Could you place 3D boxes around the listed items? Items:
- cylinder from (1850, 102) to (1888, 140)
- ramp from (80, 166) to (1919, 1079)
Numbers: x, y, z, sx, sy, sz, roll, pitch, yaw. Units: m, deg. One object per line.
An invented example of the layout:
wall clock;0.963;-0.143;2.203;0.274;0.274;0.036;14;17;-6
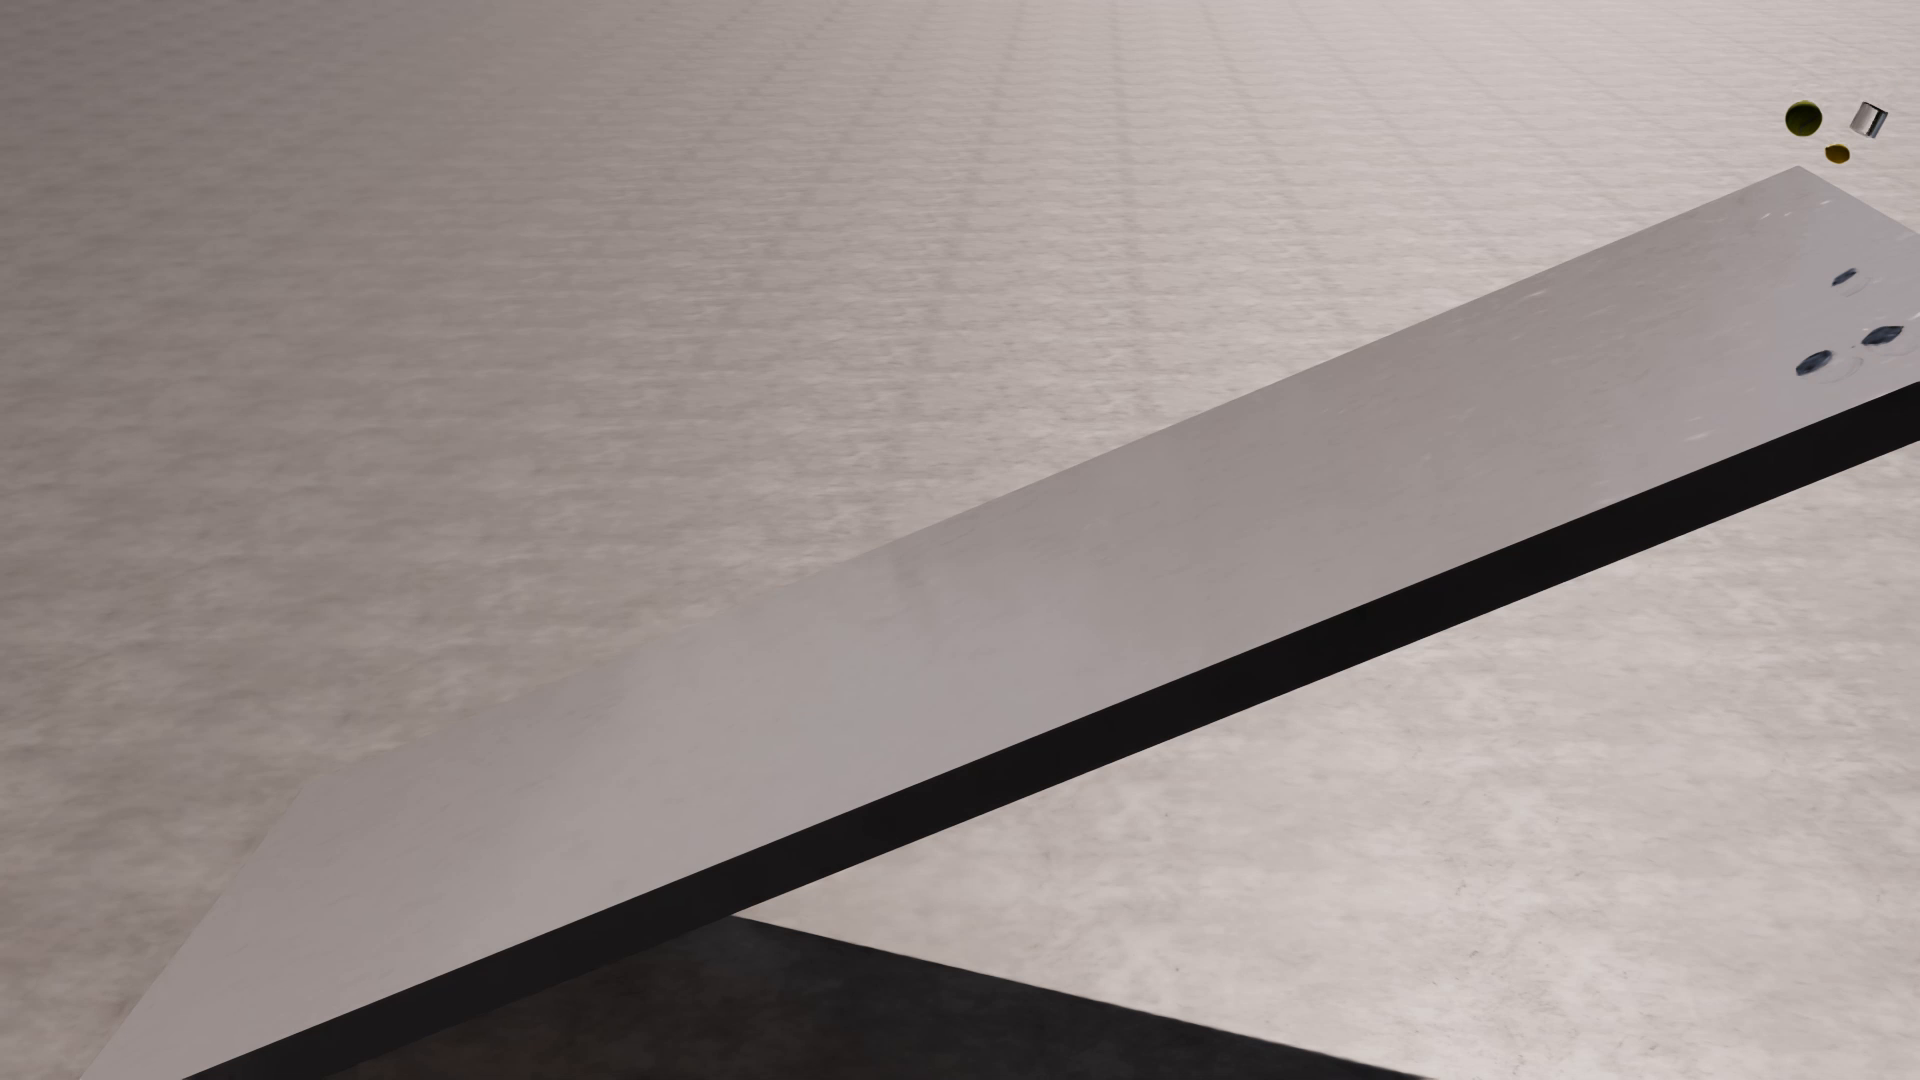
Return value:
cylinder;1.757;-0.811;5.689;0.054;0.054;0.054;27;8;-4
ramp;0.131;0.171;6.285;4.000;0.100;2.000;-22;13;8
